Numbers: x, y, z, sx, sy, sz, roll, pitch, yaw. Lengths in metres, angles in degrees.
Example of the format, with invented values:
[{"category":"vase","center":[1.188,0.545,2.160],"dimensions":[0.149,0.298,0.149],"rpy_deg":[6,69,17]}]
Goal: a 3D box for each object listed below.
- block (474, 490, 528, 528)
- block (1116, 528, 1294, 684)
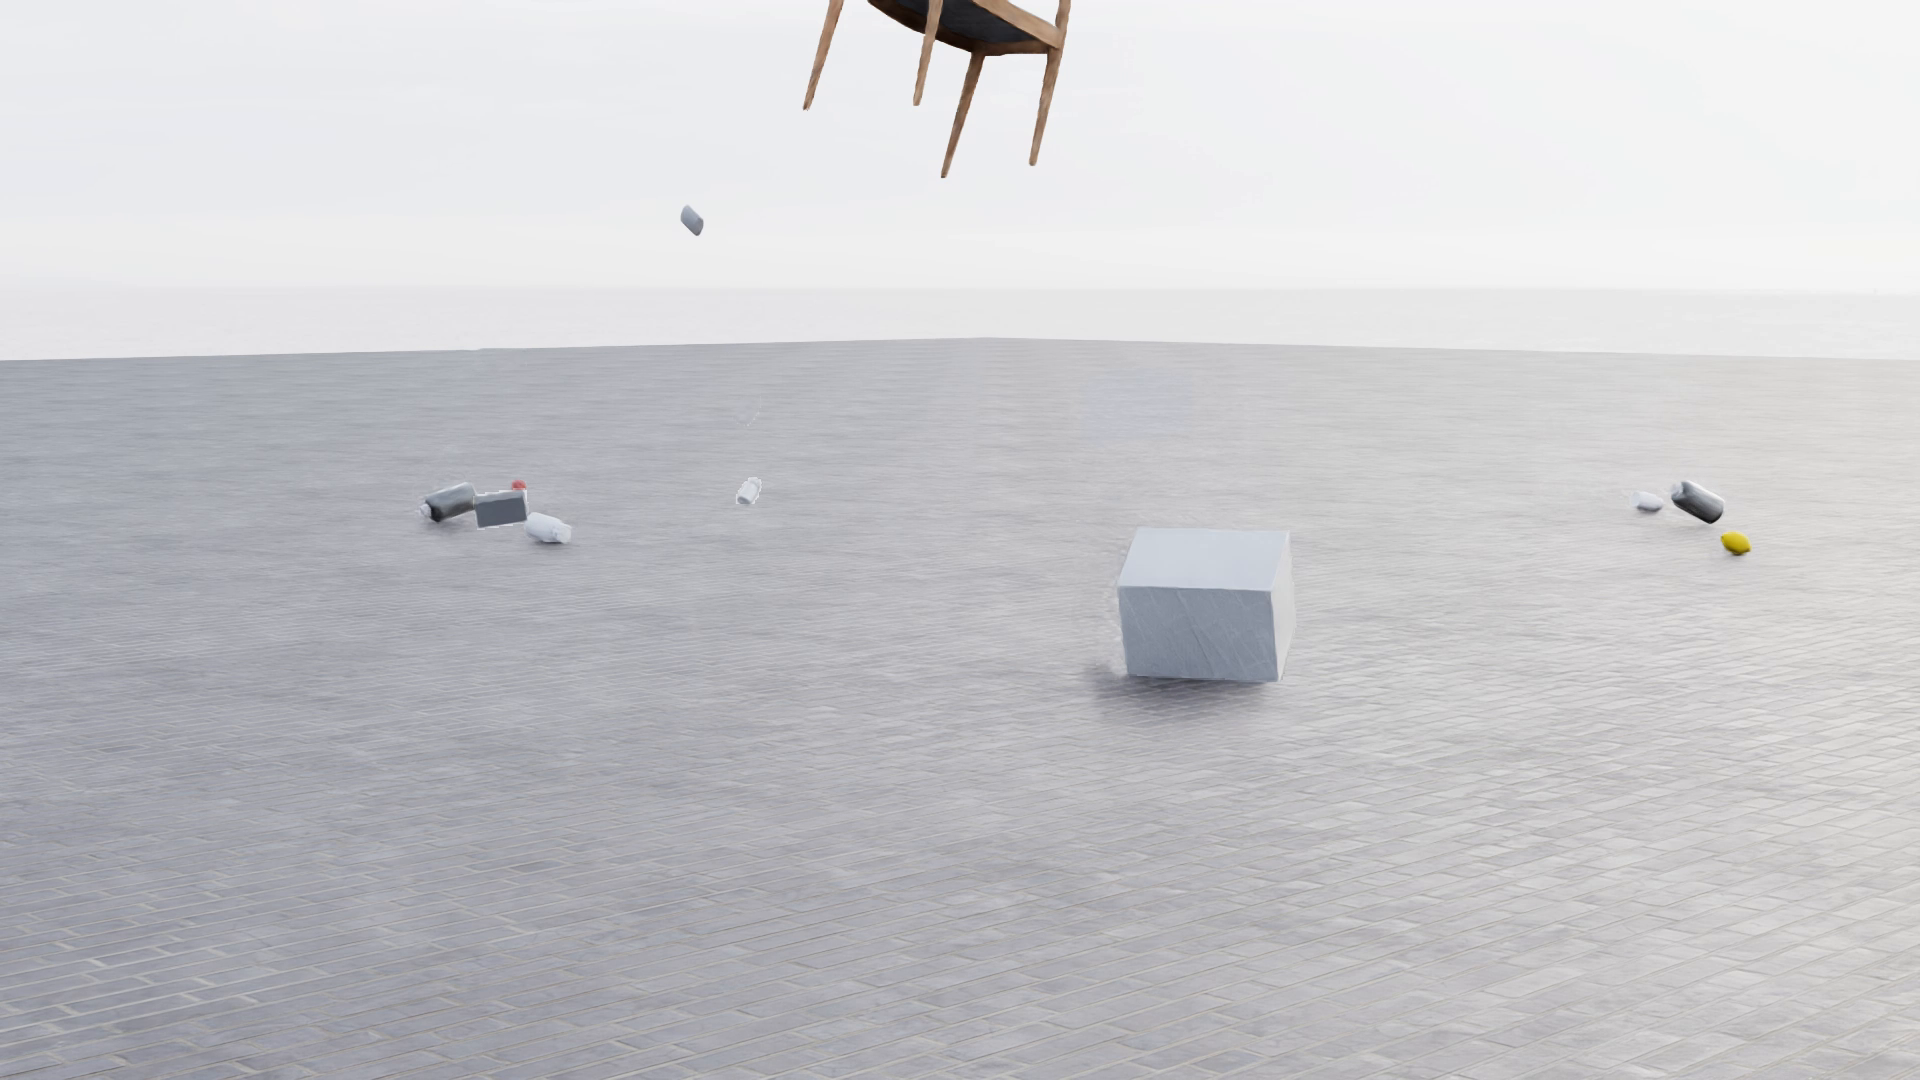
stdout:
[{"category":"block","center":[-0.949,-0.065,5.311],"dimensions":[0.099,0.050,0.121],"rpy_deg":[-9,9,-8]},{"category":"block","center":[0.407,0.105,4.216],"dimensions":[0.251,0.181,0.173],"rpy_deg":[2,34,17]}]
